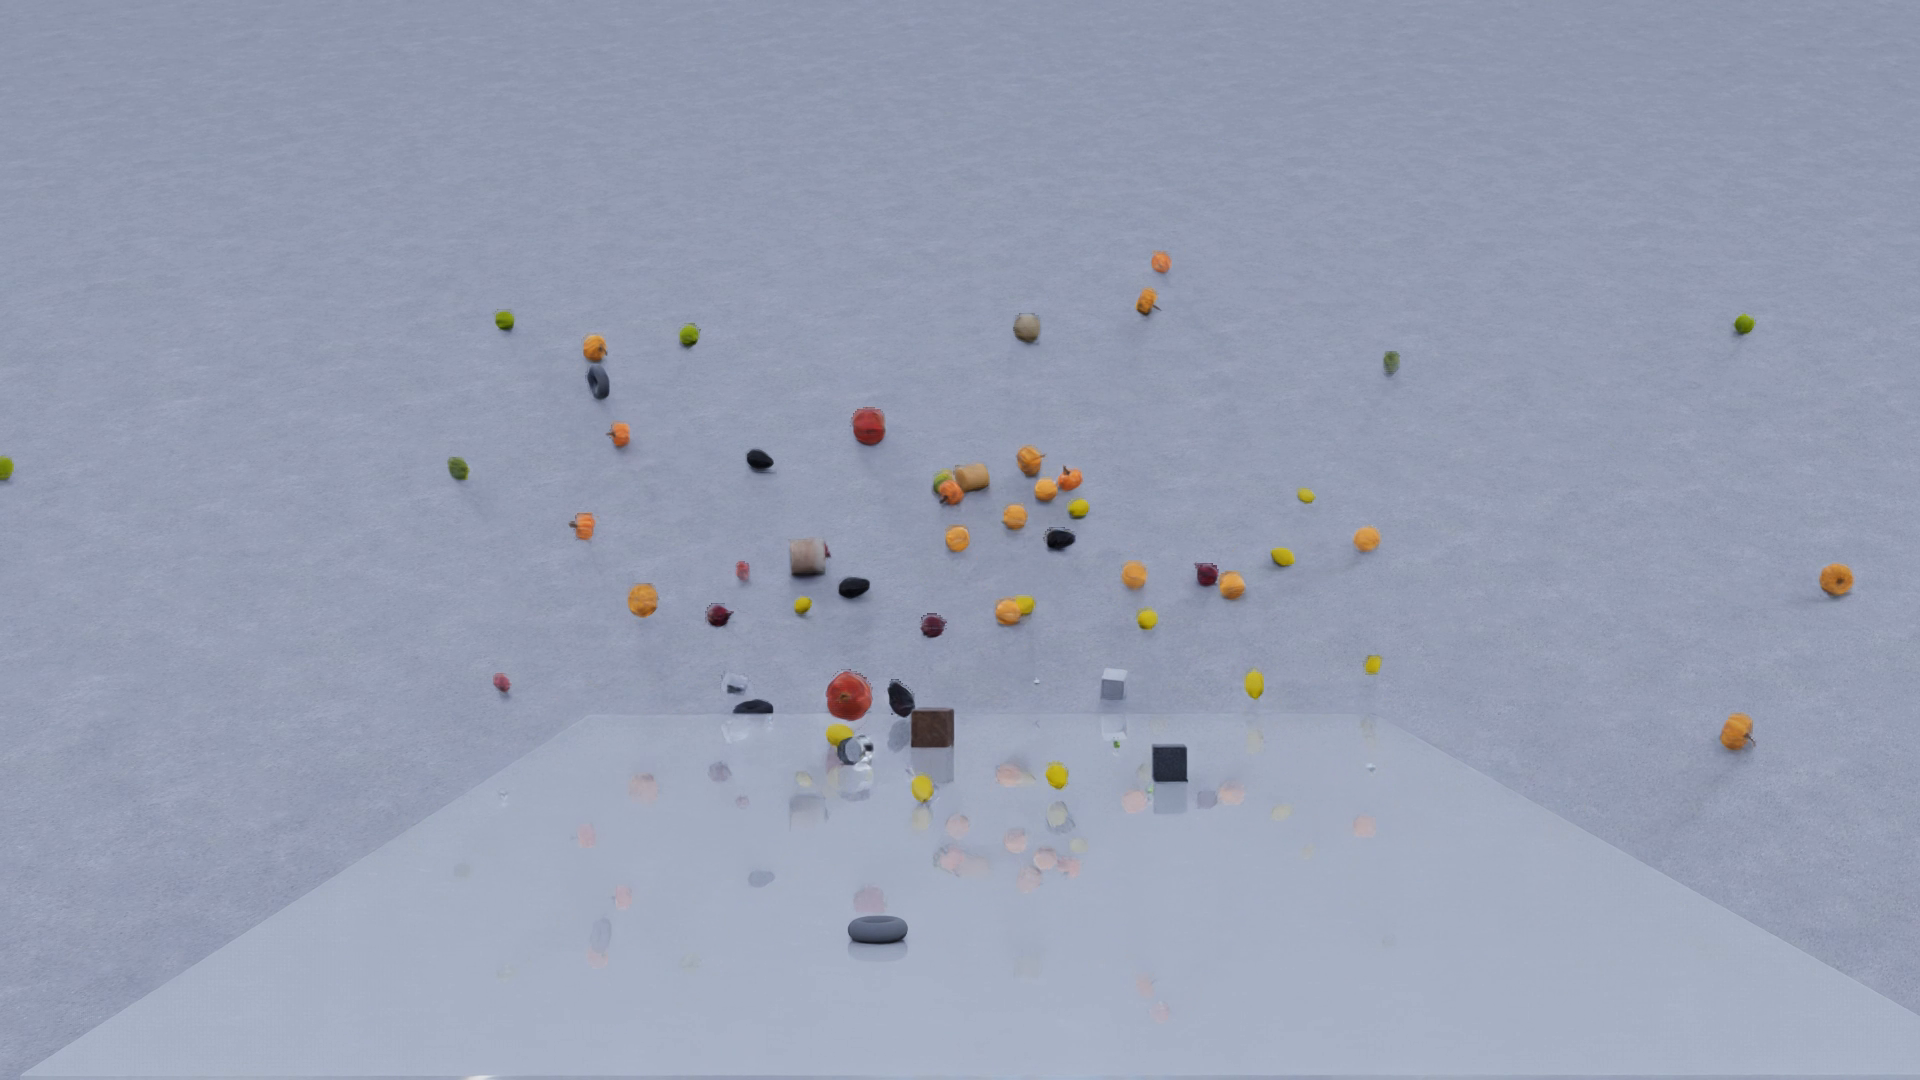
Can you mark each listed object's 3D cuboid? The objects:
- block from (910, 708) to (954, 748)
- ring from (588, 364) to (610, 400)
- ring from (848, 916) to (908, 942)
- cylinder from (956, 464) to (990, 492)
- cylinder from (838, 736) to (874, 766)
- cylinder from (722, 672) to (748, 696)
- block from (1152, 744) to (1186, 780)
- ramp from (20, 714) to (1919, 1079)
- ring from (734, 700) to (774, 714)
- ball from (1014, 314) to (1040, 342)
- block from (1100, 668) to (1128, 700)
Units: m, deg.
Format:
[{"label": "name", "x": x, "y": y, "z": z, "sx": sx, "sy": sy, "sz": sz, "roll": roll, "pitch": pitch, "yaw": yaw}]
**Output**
[{"label": "block", "x": -0.062, "y": 0.421, "z": 5.787, "sx": 0.081, "sy": 0.081, "sz": 0.081, "roll": 0, "pitch": 1, "yaw": 11}, {"label": "ring", "x": -1.203, "y": -0.525, "z": 8.590, "sx": 0.040, "sy": 0.120, "sz": 0.120, "roll": -14, "pitch": 29, "yaw": -28}, {"label": "ring", "x": -0.106, "y": 0.504, "z": 3.339, "sx": 0.078, "sy": 0.026, "sz": 0.078, "roll": -1, "pitch": 2, "yaw": 0}, {"label": "cylinder", "x": 0.037, "y": -0.192, "z": 7.977, "sx": 0.077, "sy": 0.077, "sz": 0.077, "roll": -14, "pitch": 30, "yaw": -27}, {"label": "cylinder", "x": -0.219, "y": 0.441, "z": 5.413, "sx": 0.057, "sy": 0.057, "sz": 0.057, "roll": 14, "pitch": 7, "yaw": 26}, {"label": "cylinder", "x": -0.591, "y": 0.378, "z": 6.773, "sx": 0.052, "sy": 0.052, "sz": 0.052, "roll": 17, "pitch": 20, "yaw": -23}, {"label": "block", "x": 0.416, "y": 0.443, "z": 5.137, "sx": 0.066, "sy": 0.066, "sz": 0.066, "roll": 0, "pitch": 1, "yaw": 1}, {"label": "ramp", "x": 0.060, "y": 0.539, "z": 4.575, "sx": 2.000, "sy": 0.100, "sz": 4.000, "roll": 0, "pitch": 1, "yaw": 0}, {"label": "ring", "x": -0.538, "y": 0.446, "z": 6.722, "sx": 0.104, "sy": 0.035, "sz": 0.104, "roll": -3, "pitch": 15, "yaw": 1}, {"label": "ball", "x": 0.237, "y": -0.745, "z": 9.077, "sx": 0.096, "sy": 0.096, "sz": 0.096, "roll": 0, "pitch": 26, "yaw": 0}, {"label": "block", "x": 0.408, "y": 0.382, "z": 6.836, "sx": 0.059, "sy": 0.059, "sz": 0.059, "roll": 6, "pitch": 27, "yaw": 12}]
